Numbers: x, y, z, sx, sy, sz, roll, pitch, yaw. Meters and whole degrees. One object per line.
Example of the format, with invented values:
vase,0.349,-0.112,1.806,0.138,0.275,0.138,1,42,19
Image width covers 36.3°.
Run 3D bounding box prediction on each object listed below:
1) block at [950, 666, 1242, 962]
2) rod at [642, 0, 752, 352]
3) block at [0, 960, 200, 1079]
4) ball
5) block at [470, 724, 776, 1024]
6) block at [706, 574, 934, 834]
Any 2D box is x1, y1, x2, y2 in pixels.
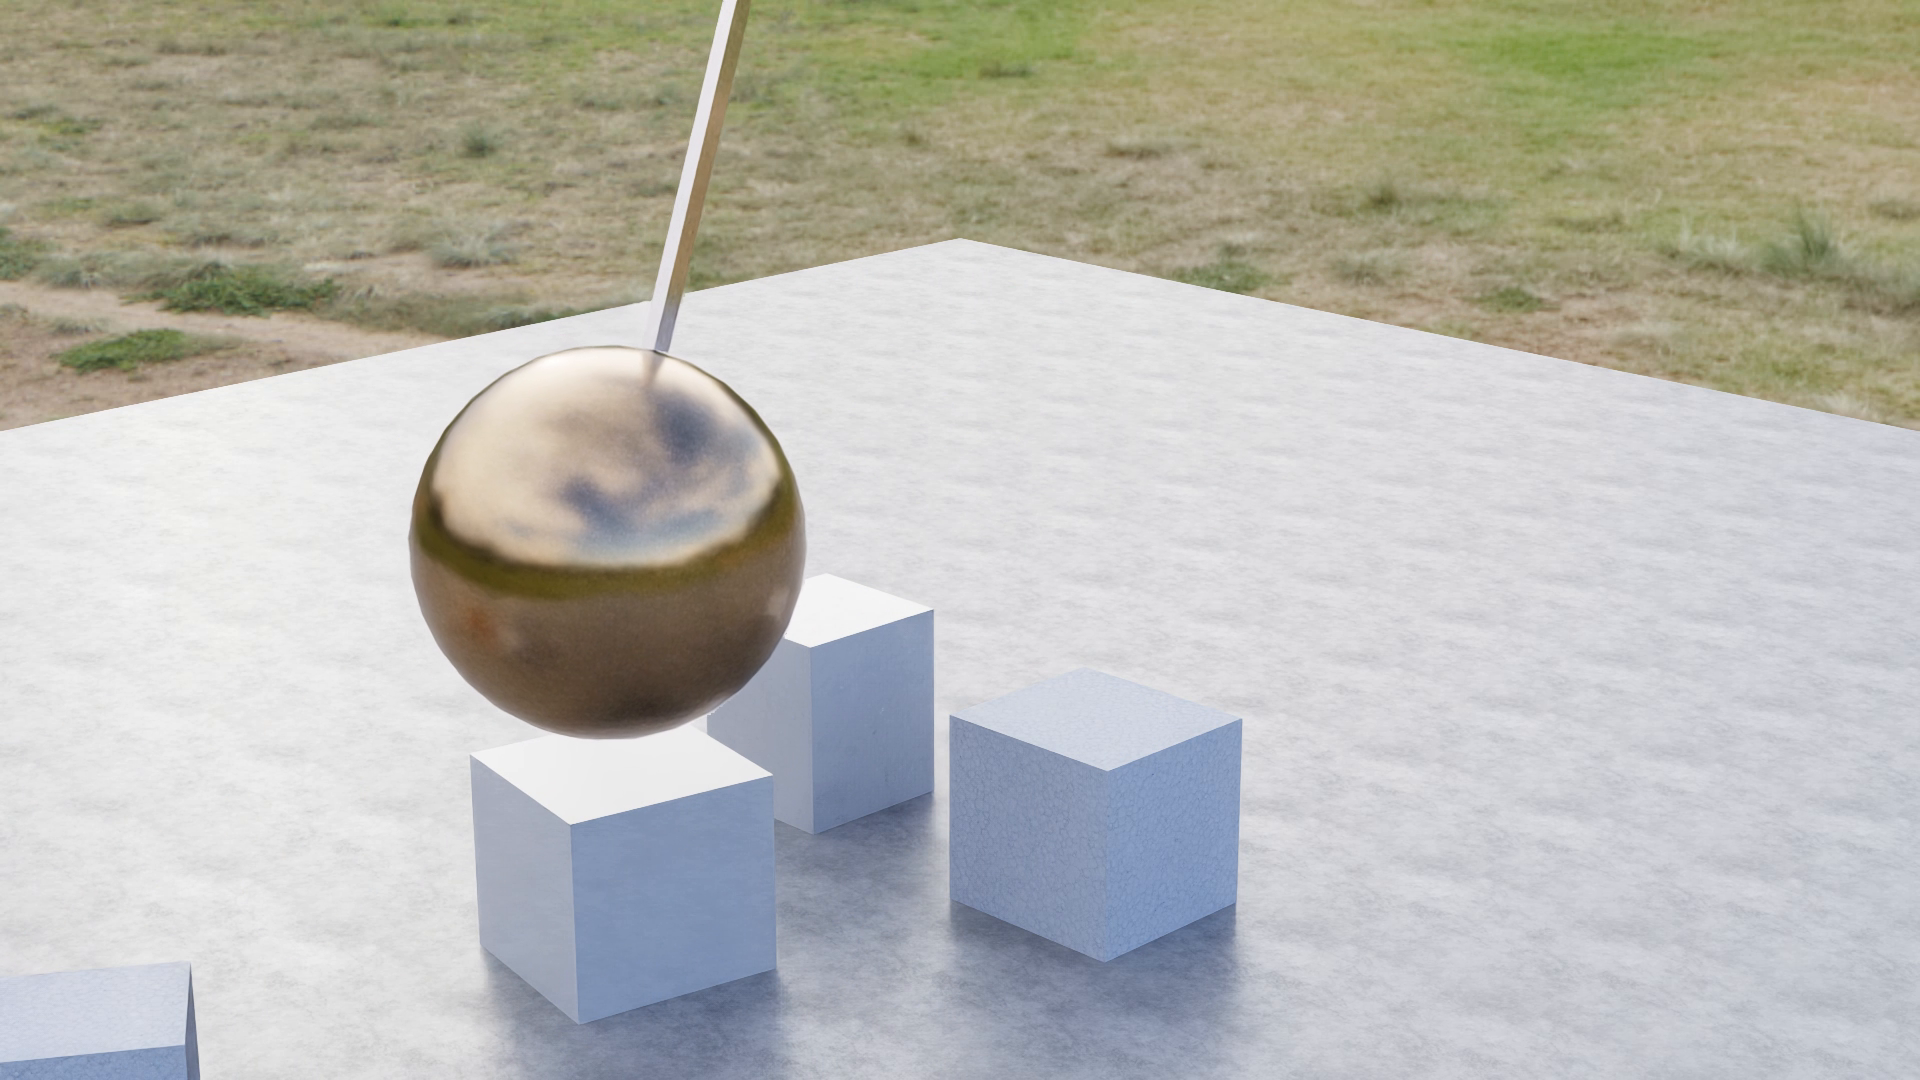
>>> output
block,0.599,1.198,13.061,0.943,0.883,0.884,17,24,42
rod,-0.615,-3.288,11.664,0.080,5.200,0.080,17,4,42
block,-3.212,2.023,10.893,0.711,0.608,0.712,-4,18,-12
ball,-1.419,0.010,11.858,1.600,1.600,1.600,0,17,0
block,-1.436,1.369,12.509,0.945,0.887,0.936,-12,21,-32
block,-0.681,0.782,14.286,0.796,0.942,0.775,-16,24,-42
